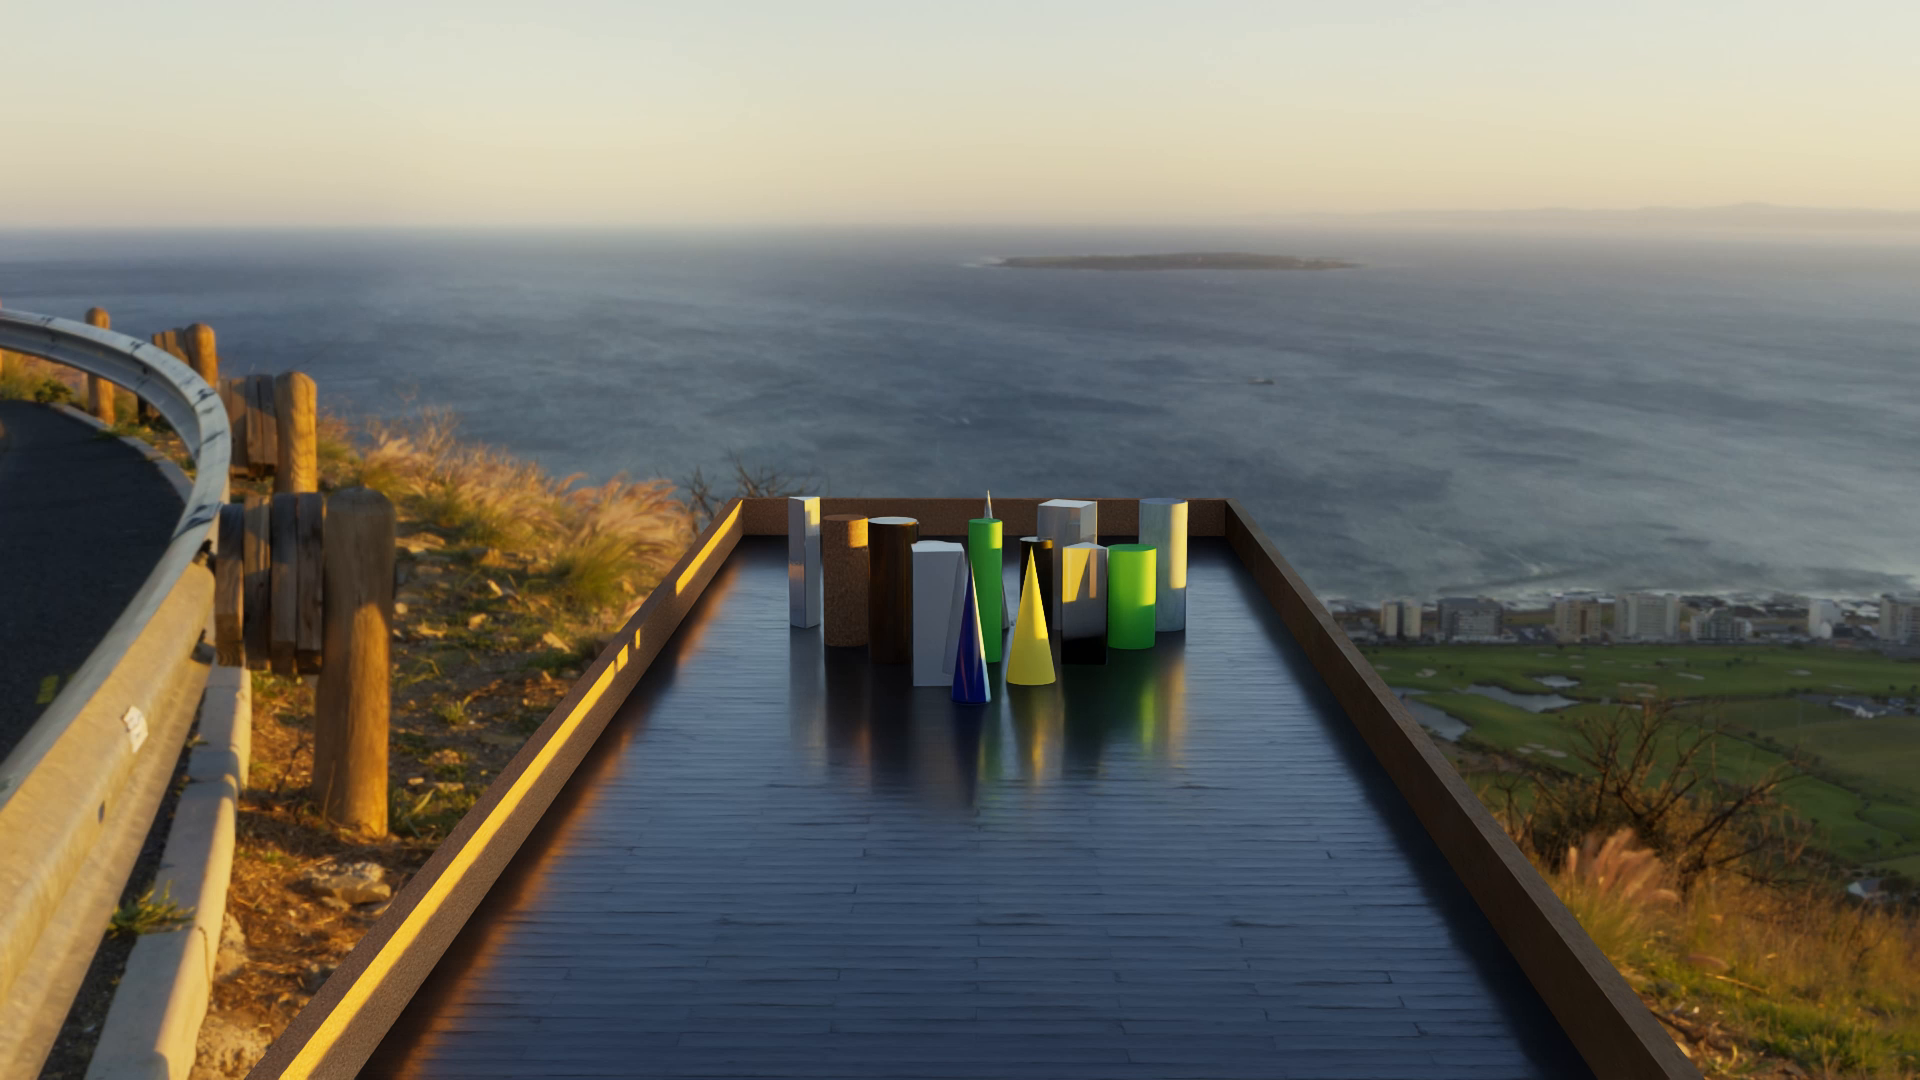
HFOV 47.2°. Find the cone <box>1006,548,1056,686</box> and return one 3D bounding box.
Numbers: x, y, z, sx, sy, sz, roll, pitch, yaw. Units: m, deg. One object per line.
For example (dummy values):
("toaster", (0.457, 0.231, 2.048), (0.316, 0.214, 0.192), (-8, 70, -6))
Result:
("cone", (0.207, 0.212, 6.402), (0.148, 0.396, 0.148), (0, 9, 0))

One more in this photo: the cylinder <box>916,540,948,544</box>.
("cylinder", (-0.092, 0.165, 6.963), (0.104, 0.315, 0.104), (0, 9, 0))

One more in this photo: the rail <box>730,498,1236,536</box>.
("rail", (0.099, -0.098, 9.147), (2.100, 0.150, 0.050), (0, 9, 1))

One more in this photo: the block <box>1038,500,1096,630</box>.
("block", (0.349, 0.081, 7.198), (0.149, 0.406, 0.149), (4, 10, 24))

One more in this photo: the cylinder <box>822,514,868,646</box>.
("cylinder", (-0.361, 0.126, 6.937), (0.141, 0.399, 0.141), (0, 9, 0))

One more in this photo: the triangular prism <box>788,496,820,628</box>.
("triangular prism", (-0.498, 0.070, 7.216), (0.086, 0.422, 0.100), (-6, 11, -34))

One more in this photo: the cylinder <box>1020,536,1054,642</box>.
("cylinder", (0.241, 0.159, 6.960), (0.105, 0.328, 0.105), (0, 9, 0))

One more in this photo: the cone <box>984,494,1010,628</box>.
("cone", (0.091, 0.057, 7.197), (0.149, 0.455, 0.149), (0, 9, 0))

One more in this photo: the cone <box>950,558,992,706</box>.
("cone", (0.030, 0.250, 6.139), (0.115, 0.405, 0.115), (0, 9, 0))

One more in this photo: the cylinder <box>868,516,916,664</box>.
("cylinder", (-0.205, 0.153, 6.675), (0.149, 0.429, 0.149), (0, 9, 0))

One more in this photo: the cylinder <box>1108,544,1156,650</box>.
("cylinder", (0.537, 0.177, 6.907), (0.153, 0.309, 0.153), (0, 9, 0))

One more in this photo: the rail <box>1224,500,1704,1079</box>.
("rail", (1.046, 0.843, 3.208), (0.050, 0.150, 12.000), (0, 9, 1))

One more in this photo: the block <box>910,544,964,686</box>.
("block", (-0.066, 0.215, 6.394), (0.147, 0.393, 0.147), (-1, 9, -4))

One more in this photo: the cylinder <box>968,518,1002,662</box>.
("cylinder", (0.076, 0.153, 6.679), (0.103, 0.427, 0.103), (0, 9, 0))

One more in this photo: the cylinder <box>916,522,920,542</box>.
("cylinder", (-0.216, 0.114, 7.203), (0.164, 0.341, 0.164), (0, 9, 0))

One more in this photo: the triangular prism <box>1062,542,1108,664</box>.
("triangular prism", (0.381, 0.191, 6.672), (0.138, 0.355, 0.120), (1, 9, 6))

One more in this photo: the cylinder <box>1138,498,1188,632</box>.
("cylinder", (0.661, 0.079, 7.180), (0.157, 0.416, 0.157), (0, 9, 0))

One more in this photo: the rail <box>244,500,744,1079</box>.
("rail", (-1.004, 0.839, 3.234), (0.050, 0.150, 12.000), (0, 9, 1))
